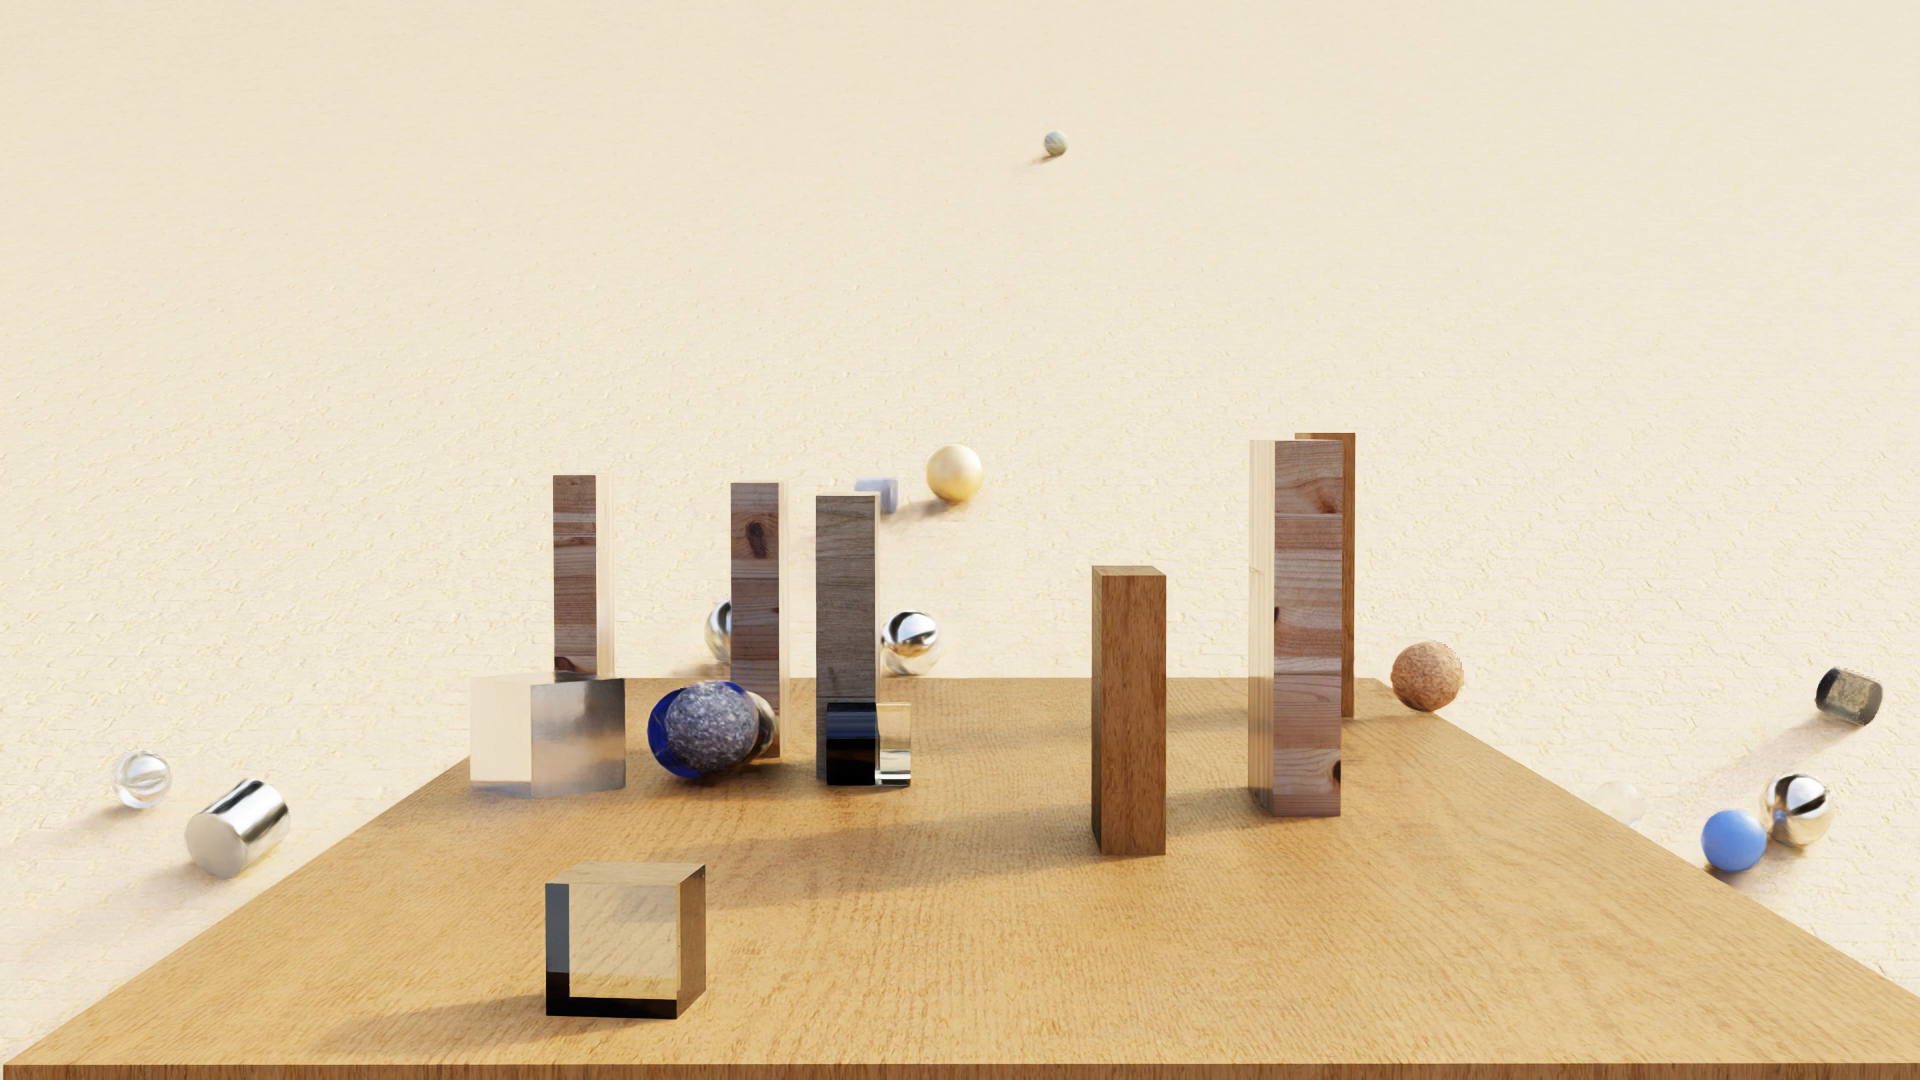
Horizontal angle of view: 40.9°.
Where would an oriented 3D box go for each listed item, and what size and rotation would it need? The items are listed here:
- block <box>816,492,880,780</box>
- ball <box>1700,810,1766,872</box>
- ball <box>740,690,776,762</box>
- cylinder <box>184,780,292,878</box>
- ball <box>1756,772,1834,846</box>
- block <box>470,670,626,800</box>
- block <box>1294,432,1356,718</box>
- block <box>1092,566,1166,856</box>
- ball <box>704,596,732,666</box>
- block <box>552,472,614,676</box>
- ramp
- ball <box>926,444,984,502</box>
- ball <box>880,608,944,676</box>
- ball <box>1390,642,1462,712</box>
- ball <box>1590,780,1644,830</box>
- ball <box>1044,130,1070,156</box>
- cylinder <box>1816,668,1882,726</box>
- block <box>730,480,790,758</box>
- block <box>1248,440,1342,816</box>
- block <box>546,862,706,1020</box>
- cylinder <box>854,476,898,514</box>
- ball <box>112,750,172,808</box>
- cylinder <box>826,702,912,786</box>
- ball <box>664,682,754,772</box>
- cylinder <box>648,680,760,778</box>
[{"bbox_3d":[-0.205,0.169,4.756,0.107,0.510,0.299,0,2,0],"label":"block"},{"bbox_3d":[1.748,0.680,5.818,0.143,0.143,0.143,0,23,0],"label":"ball"},{"bbox_3d":[-0.416,0.352,4.862,0.136,0.136,0.136,0,23,0],"label":"ball"},{"bbox_3d":[-1.638,0.656,5.843,0.167,0.167,0.167,9,23,21],"label":"cylinder"},{"bbox_3d":[1.922,0.621,5.922,0.169,0.169,0.169,0,23,0],"label":"ball"},{"bbox_3d":[-0.722,0.338,4.505,0.194,0.194,0.194,-2,3,-42],"label":"block"},{"bbox_3d":[0.811,0.071,5.742,0.098,0.621,0.267,0,2,0],"label":"block"},{"bbox_3d":[0.255,0.252,3.924,0.095,0.412,0.283,0,2,0],"label":"block"},{"bbox_3d":[-0.579,0.241,6.783,0.191,0.191,0.191,0,23,0],"label":"ball"},{"bbox_3d":[-0.804,0.125,5.512,0.090,0.534,0.274,0,2,0],"label":"block"},{"bbox_3d":[0.053,0.483,4.539,2.000,0.100,4.000,0,2,0],"label":"ramp"},{"bbox_3d":[-0.016,-0.204,7.839,0.179,0.179,0.179,0,23,0],"label":"ball"},{"bbox_3d":[-0.131,0.268,6.735,0.176,0.176,0.176,0,23,0],"label":"ball"},{"bbox_3d":[1.024,0.301,5.653,0.154,0.154,0.154,0,23,0],"label":"ball"},{"bbox_3d":[1.527,0.621,5.979,0.125,0.125,0.125,0,23,0],"label":"ball"},{"bbox_3d":[0.434,-1.793,11.634,0.117,0.117,0.117,0,23,0],"label":"ball"},{"bbox_3d":[2.250,0.396,6.514,0.117,0.117,0.117,-19,29,-37],"label":"cylinder"},{"bbox_3d":[-0.392,0.147,5.068,0.093,0.527,0.292,0,2,0],"label":"block"},{"bbox_3d":[0.561,0.136,4.335,0.110,0.609,0.361,0,2,0],"label":"block"},{"bbox_3d":[-0.363,0.434,2.807,0.143,0.143,0.143,0,2,7],"label":"block"},{"bbox_3d":[-0.252,-0.136,7.762,0.111,0.111,0.111,4,23,11],"label":"cylinder"},{"bbox_3d":[-1.935,0.566,6.091,0.137,0.137,0.137,0,23,0],"label":"ball"},{"bbox_3d":[-0.160,0.360,4.541,0.147,0.147,0.147,0,23,-1],"label":"cylinder"},{"bbox_3d":[-0.442,0.331,4.542,0.160,0.160,0.160,0,23,0],"label":"ball"},{"bbox_3d":[-0.469,0.344,4.718,0.163,0.163,0.163,5,3,12],"label":"cylinder"}]
